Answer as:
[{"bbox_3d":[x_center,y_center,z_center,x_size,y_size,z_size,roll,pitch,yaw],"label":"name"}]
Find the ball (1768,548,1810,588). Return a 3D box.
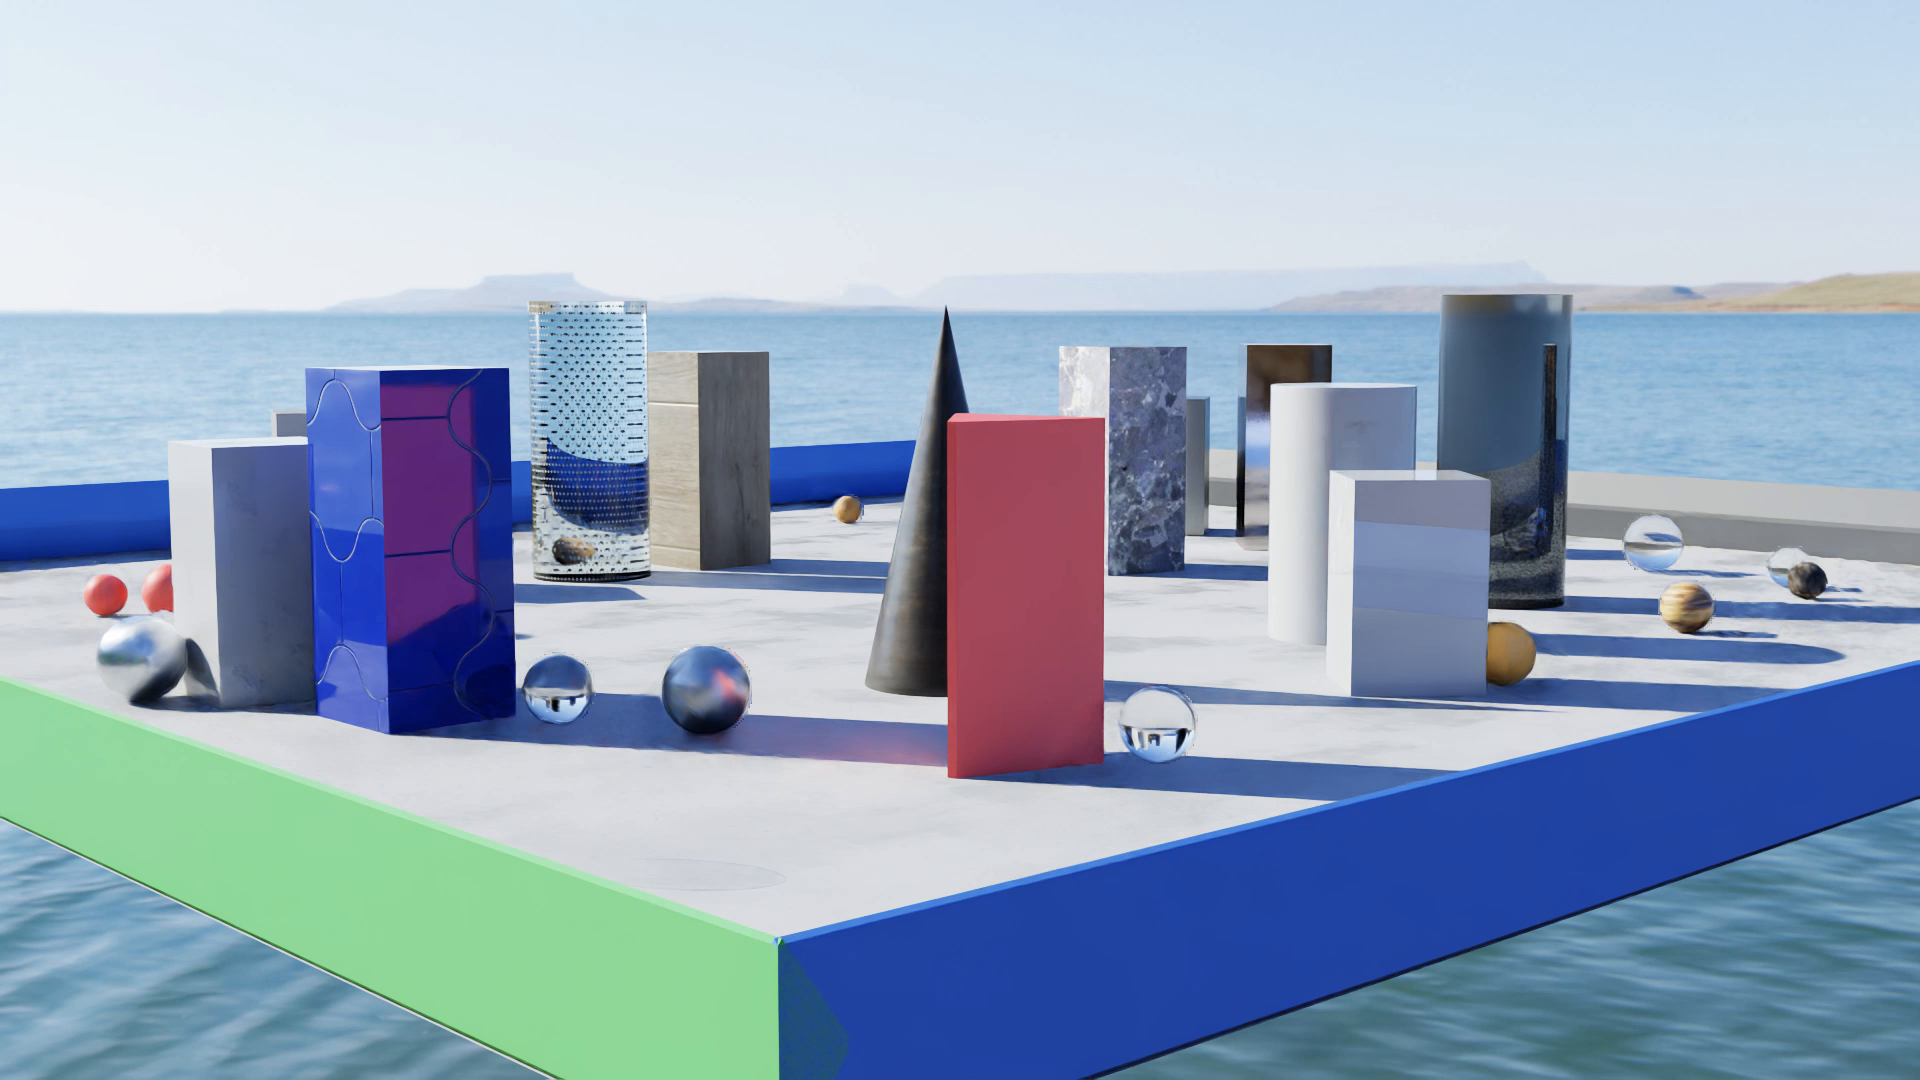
[{"bbox_3d":[1.333,0.044,3.531,0.066,0.066,0.066,0,6,0],"label":"ball"}]

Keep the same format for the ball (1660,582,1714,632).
[{"bbox_3d":[1.006,0.093,3.043,0.071,0.071,0.071,0,6,0],"label":"ball"}]

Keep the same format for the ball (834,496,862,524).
[{"bbox_3d":[-0.235,-0.063,4.592,0.058,0.058,0.058,0,6,0],"label":"ball"}]

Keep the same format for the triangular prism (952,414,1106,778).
[{"bbox_3d":[0.033,0.047,2.183,0.170,0.340,0.147,-3,7,-27],"label":"triangular prism"}]

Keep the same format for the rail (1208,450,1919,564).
[{"bbox_3d":[1.144,-0.077,4.382,0.045,0.127,3.154,-5,8,-42],"label":"rail"}]

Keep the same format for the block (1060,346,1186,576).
[{"bbox_3d":[0.278,-0.141,3.777,0.157,0.382,0.157,-3,7,-29],"label":"block"}]

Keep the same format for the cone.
[{"bbox_3d":[-0.016,-0.054,2.610,0.196,0.452,0.196,0,6,0],"label":"cone"}]

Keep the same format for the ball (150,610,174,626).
[{"bbox_3d":[-1.050,0.118,2.900,0.050,0.050,0.050,0,6,0],"label":"ball"}]

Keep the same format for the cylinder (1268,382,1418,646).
[{"bbox_3d":[0.520,-0.039,2.999,0.196,0.343,0.196,0,6,0],"label":"cylinder"}]

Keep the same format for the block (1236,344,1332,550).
[{"bbox_3d":[0.608,-0.178,4.143,0.157,0.380,0.157,0,6,1],"label":"block"}]

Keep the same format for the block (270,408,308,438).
[{"bbox_3d":[-1.021,-0.067,3.547,0.157,0.283,0.157,-2,6,-20],"label":"block"}]

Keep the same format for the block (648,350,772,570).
[{"bbox_3d":[-0.444,-0.144,3.855,0.157,0.372,0.157,-6,8,-44],"label":"block"}]

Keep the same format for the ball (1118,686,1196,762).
[{"bbox_3d":[0.193,0.180,2.149,0.075,0.075,0.075,0,6,0],"label":"ball"}]

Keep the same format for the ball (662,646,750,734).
[{"bbox_3d":[-0.267,0.158,2.313,0.093,0.093,0.093,0,6,0],"label":"ball"}]

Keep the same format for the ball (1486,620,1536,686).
[{"bbox_3d":[0.646,0.135,2.615,0.077,0.077,0.077,0,6,0],"label":"ball"}]

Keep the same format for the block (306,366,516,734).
[{"bbox_3d":[-0.599,0.003,2.402,0.157,0.382,0.157,-6,8,-44],"label":"block"}]

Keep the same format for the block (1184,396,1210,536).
[{"bbox_3d":[0.418,-0.152,4.422,0.157,0.270,0.157,1,6,10],"label":"block"}]

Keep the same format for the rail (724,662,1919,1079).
[{"bbox_3d":[1.053,0.152,2.197,3.160,0.127,0.045,-5,8,-42],"label":"rail"}]

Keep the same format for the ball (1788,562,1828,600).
[{"bbox_3d":[1.307,0.063,3.394,0.058,0.058,0.058,0,6,0],"label":"ball"}]

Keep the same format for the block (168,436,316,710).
[{"bbox_3d":[-0.808,0.033,2.545,0.157,0.293,0.157,-4,7,-36],"label":"block"}]

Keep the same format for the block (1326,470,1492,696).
[{"bbox_3d":[0.529,0.048,2.607,0.157,0.251,0.157,0,6,-1],"label":"block"}]

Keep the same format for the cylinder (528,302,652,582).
[{"bbox_3d":[-0.618,-0.168,3.671,0.196,0.458,0.196,0,6,0],"label":"cylinder"}]

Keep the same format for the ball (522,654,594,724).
[{"bbox_3d":[-0.433,0.161,2.370,0.075,0.075,0.075,0,6,0],"label":"ball"}]

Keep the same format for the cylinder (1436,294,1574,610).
[{"bbox_3d":[0.826,-0.138,3.349,0.196,0.467,0.196,0,6,0],"label":"cylinder"}]

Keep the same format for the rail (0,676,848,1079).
[{"bbox_3d":[-1.144,0.143,2.282,0.045,0.127,3.154,-5,8,-42],"label":"rail"}]

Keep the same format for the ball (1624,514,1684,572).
[{"bbox_3d":[1.180,0.006,3.743,0.098,0.098,0.098,0,6,0],"label":"ball"}]

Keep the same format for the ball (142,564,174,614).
[{"bbox_3d":[-1.134,0.075,3.164,0.082,0.082,0.082,0,6,0],"label":"ball"}]

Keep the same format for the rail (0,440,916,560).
[{"bbox_3d":[-1.053,-0.086,4.467,3.160,0.127,0.045,-5,8,-42],"label":"rail"}]

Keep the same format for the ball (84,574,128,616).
[{"bbox_3d":[-1.247,0.080,3.210,0.061,0.061,0.061,0,6,0],"label":"ball"}]

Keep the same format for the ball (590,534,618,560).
[{"bbox_3d":[-0.633,0.012,3.917,0.049,0.049,0.049,0,6,0],"label":"ball"}]

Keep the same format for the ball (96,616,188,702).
[{"bbox_3d":[-0.933,0.135,2.510,0.098,0.098,0.098,0,6,0],"label":"ball"}]
